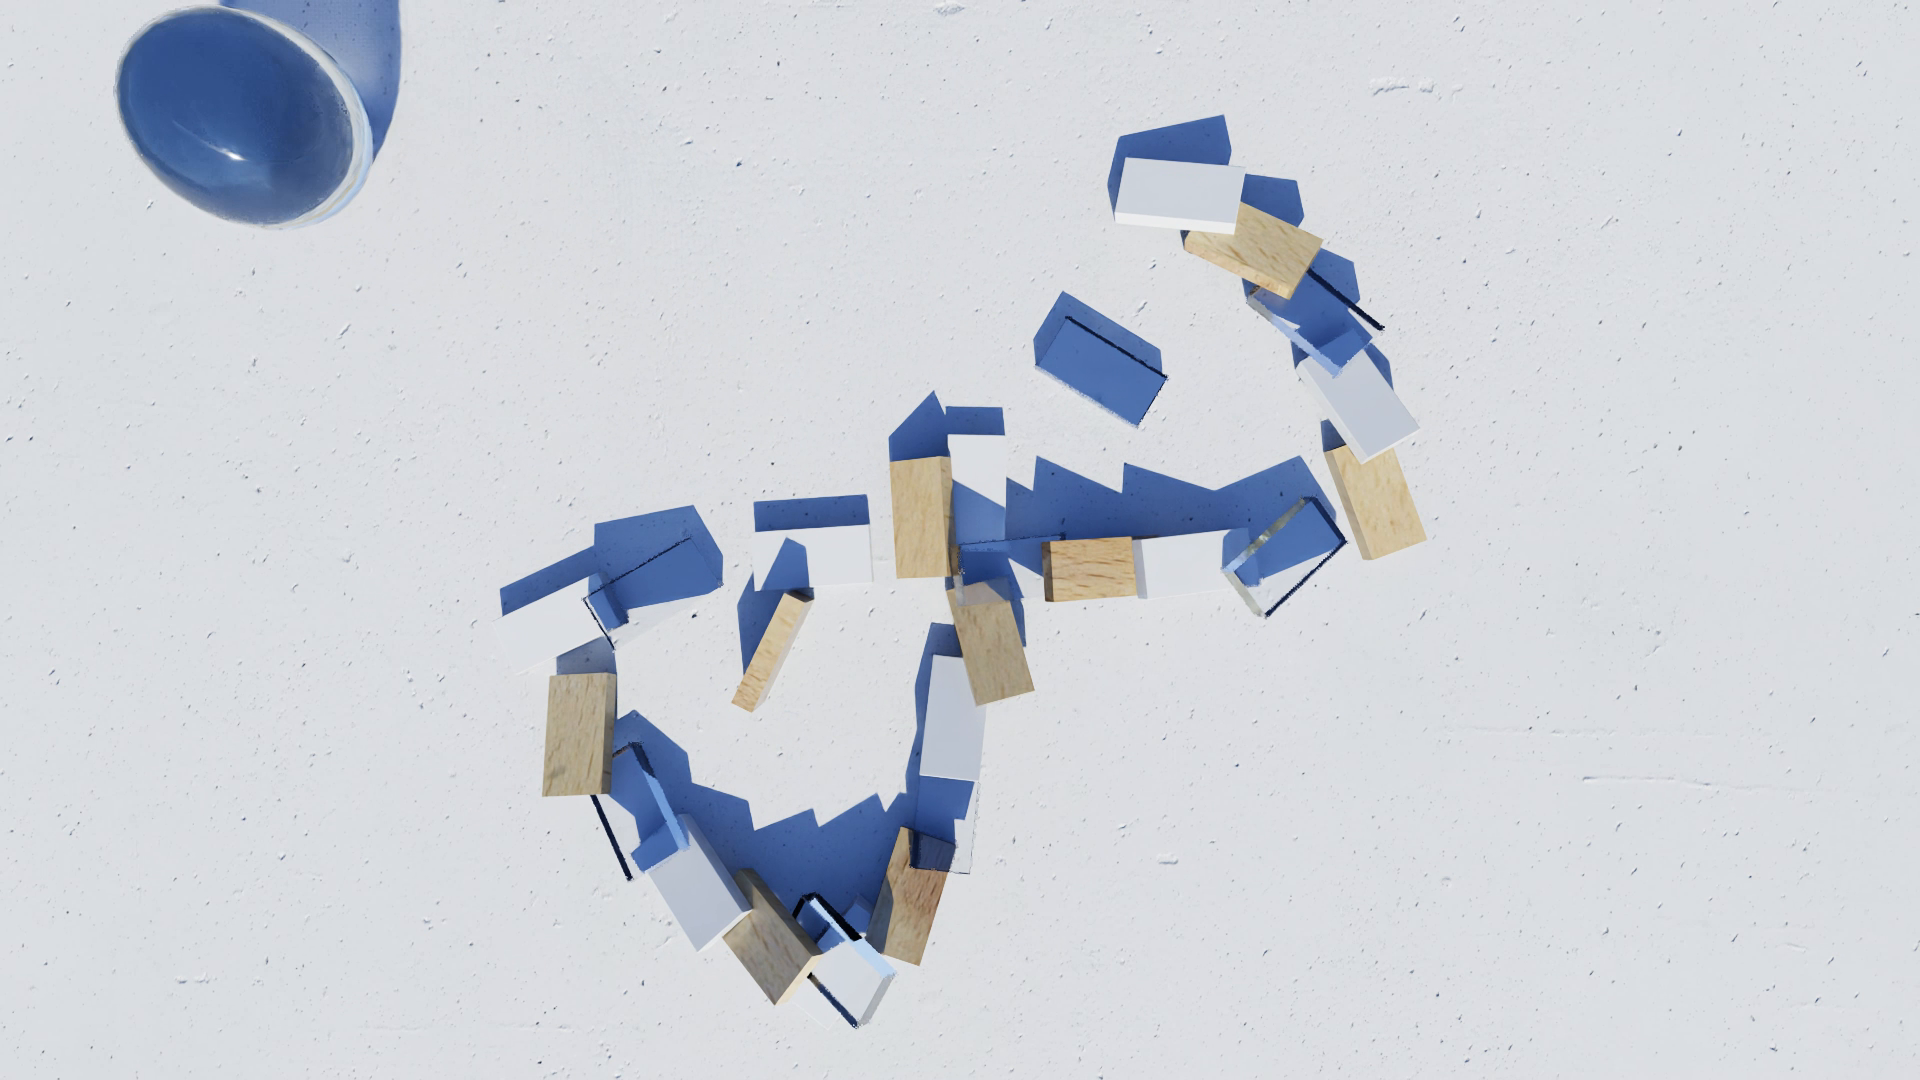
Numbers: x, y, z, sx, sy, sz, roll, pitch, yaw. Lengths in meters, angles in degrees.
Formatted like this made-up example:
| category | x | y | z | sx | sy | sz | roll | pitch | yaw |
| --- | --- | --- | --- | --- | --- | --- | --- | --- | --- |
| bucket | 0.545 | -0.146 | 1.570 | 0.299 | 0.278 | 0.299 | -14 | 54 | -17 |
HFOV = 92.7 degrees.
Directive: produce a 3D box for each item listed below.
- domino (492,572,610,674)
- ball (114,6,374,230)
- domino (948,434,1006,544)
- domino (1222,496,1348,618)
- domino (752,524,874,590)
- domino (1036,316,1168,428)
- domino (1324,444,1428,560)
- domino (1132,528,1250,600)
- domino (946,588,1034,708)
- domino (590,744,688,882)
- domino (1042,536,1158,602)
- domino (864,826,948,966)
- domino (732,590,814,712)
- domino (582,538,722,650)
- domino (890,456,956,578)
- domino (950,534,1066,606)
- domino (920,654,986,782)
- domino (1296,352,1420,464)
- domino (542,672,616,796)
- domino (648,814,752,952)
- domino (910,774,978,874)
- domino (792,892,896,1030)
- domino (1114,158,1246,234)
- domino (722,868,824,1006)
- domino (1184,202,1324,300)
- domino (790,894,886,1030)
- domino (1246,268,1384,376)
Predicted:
| category | x | y | z | sx | sy | sz | roll | pitch | yaw |
| --- | --- | --- | --- | --- | --- | --- | --- | --- | --- |
| domino | -0.172 | 0.036 | 0.395 | 0.050 | 0.010 | 0.025 | -25 | 90 | 0 |
| ball | -0.278 | -0.164 | 0.360 | 0.080 | 0.080 | 0.080 | 0 | 90 | 0 |
| domino | 0.007 | -0.020 | 0.395 | 0.025 | 0.010 | 0.050 | 1 | 90 | 0 |
| domino | 0.138 | 0.007 | 0.389 | 0.050 | 0.009 | 0.025 | -40 | 98 | -11 |
| domino | -0.063 | 0.007 | 0.395 | 0.050 | 0.010 | 0.025 | -4 | 90 | 0 |
| domino | 0.061 | -0.072 | 0.395 | 0.050 | 0.009 | 0.025 | 31 | 90 | 0 |
| domino | 0.179 | -0.019 | 0.395 | 0.025 | 0.009 | 0.050 | -20 | 90 | 0 |
| domino | 0.099 | 0.010 | 0.389 | 0.050 | 0.009 | 0.025 | -6 | 90 | -15 |
| domino | 0.012 | 0.043 | 0.388 | 0.025 | 0.010 | 0.050 | -14 | 76 | -5 |
| domino | -0.138 | 0.115 | 0.389 | 0.025 | 0.009 | 0.050 | -32 | 74 | 0 |
| domino | 0.060 | 0.012 | 0.388 | 0.050 | 0.010 | 0.025 | -3 | 89 | -18 |
| domino | -0.021 | 0.150 | 0.389 | 0.025 | 0.009 | 0.050 | 18 | 75 | 1 |
| domino | -0.079 | 0.046 | 0.388 | 0.009 | 0.025 | 0.050 | 26 | 90 | 0 |
| domino | -0.130 | 0.023 | 0.390 | 0.050 | 0.009 | 0.025 | -32 | 91 | -12 |
| domino | -0.015 | -0.009 | 0.390 | 0.025 | 0.009 | 0.050 | -4 | 90 | 29 |
| domino | 0.022 | 0.012 | 0.385 | 0.050 | 0.010 | 0.025 | -6 | 86 | -23 |
| domino | -0.002 | 0.075 | 0.389 | 0.025 | 0.009 | 0.050 | 7 | 76 | 0 |
| domino | 0.168 | -0.060 | 0.389 | 0.025 | 0.009 | 0.050 | -29 | 76 | 0 |
| domino | -0.161 | 0.082 | 0.389 | 0.025 | 0.009 | 0.050 | -3 | 76 | 2 |
| domino | -0.113 | 0.144 | 0.387 | 0.025 | 0.010 | 0.050 | -42 | 71 | 0 |
| domino | -0.006 | 0.114 | 0.389 | 0.025 | 0.009 | 0.050 | 6 | 75 | 0 |
| domino | -0.052 | 0.173 | 0.379 | 0.050 | 0.009 | 0.025 | 32 | 97 | 31 |
| domino | 0.093 | -0.146 | 0.389 | 0.050 | 0.010 | 0.025 | 10 | 85 | 13 |
| domino | -0.082 | 0.165 | 0.384 | 0.050 | 0.009 | 0.025 | 37 | 90 | 29 |
| domino | 0.124 | -0.125 | 0.389 | 0.050 | 0.009 | 0.025 | 31 | 89 | 14 |
| domino | -0.050 | 0.182 | 0.395 | 0.025 | 0.009 | 0.050 | 39 | 90 | 0 |
| domino | 0.150 | -0.096 | 0.389 | 0.025 | 0.010 | 0.050 | -44 | 75 | 0 |
